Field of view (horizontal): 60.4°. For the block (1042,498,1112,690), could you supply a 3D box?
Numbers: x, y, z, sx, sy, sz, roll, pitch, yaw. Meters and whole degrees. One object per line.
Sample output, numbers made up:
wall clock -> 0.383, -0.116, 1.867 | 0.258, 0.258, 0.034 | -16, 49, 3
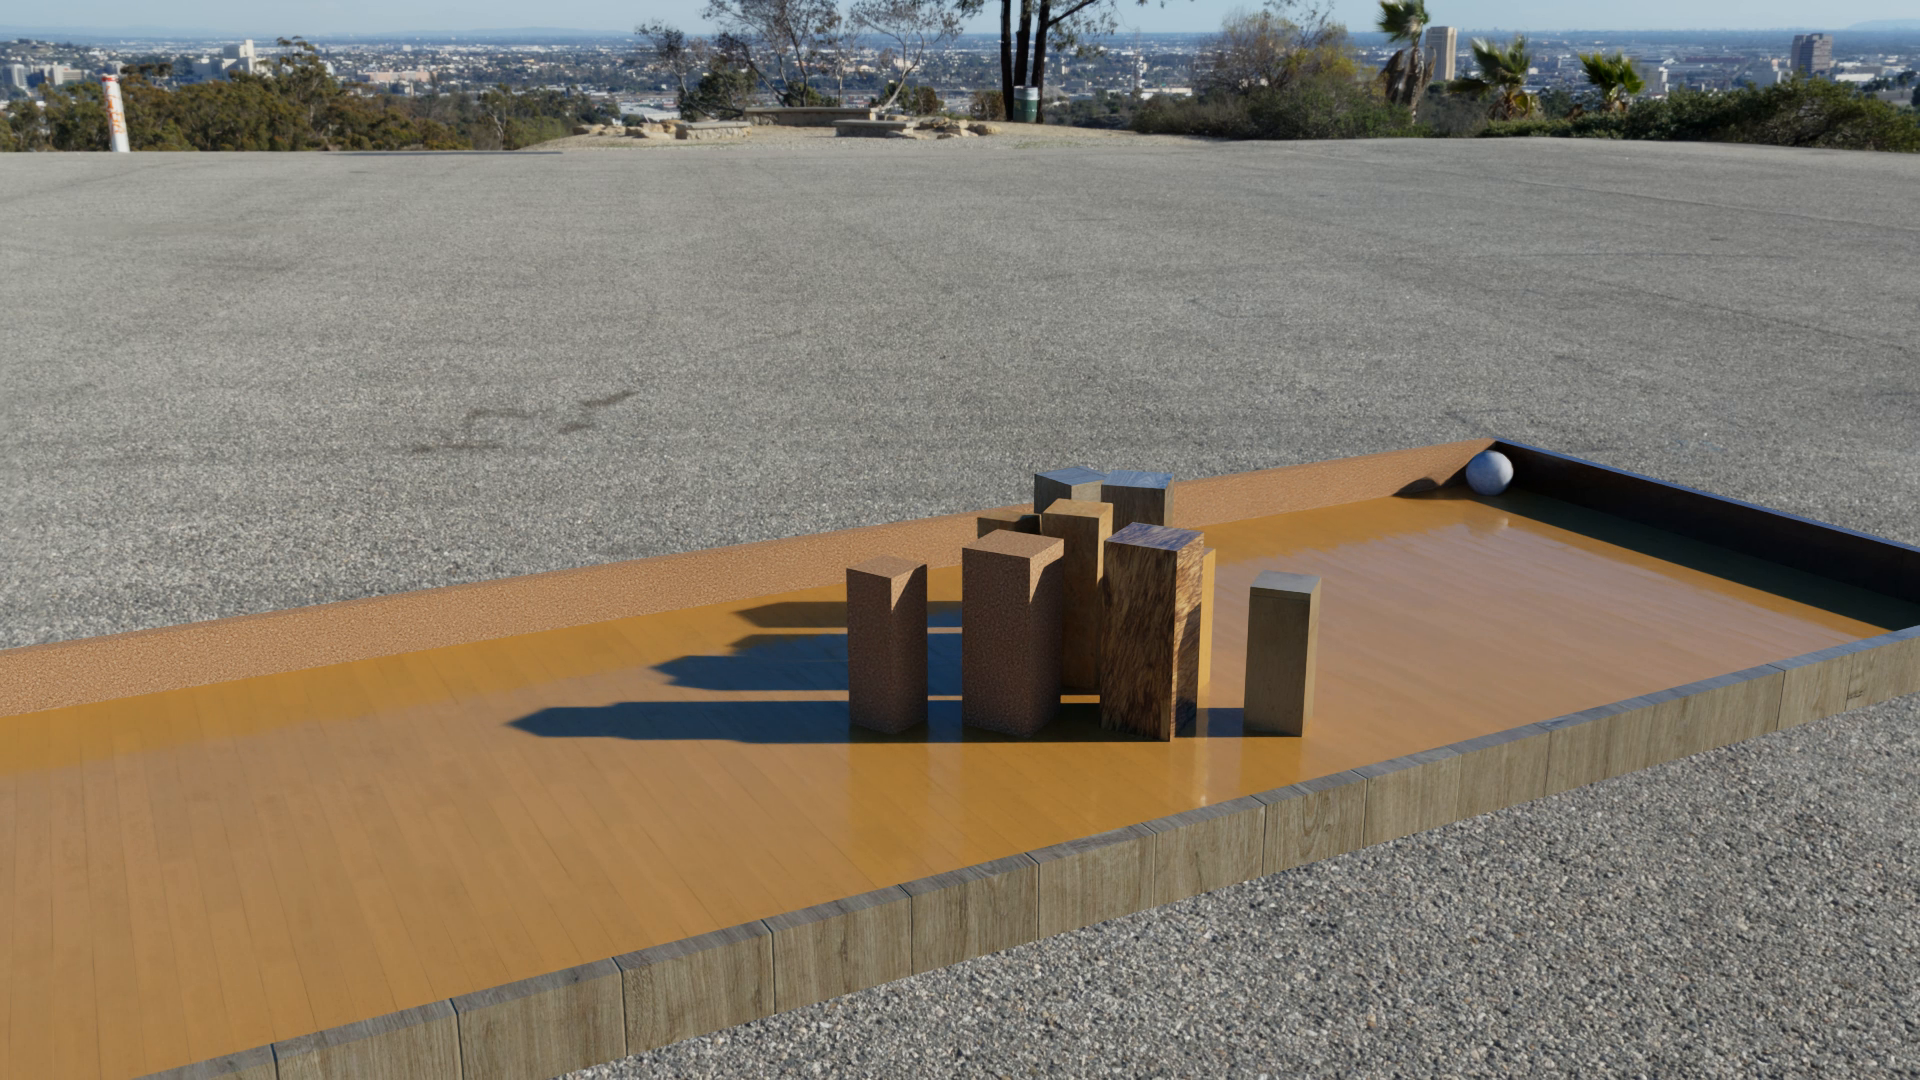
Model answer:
block -> 0.289, 0.133, 4.116 | 0.141, 0.442, 0.141 | 6, 17, 18

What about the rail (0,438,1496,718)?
rail -> -3.305, 0.497, 3.399 | 12.000, 0.150, 0.050 | -9, 18, -27

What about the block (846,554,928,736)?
block -> -0.169, 0.243, 3.849 | 0.132, 0.382, 0.132 | 12, 20, 35

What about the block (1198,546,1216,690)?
block -> 0.554, 0.193, 4.081 | 0.109, 0.348, 0.109 | 9, 19, 27

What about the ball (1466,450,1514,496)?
ball -> 1.889, -0.239, 5.883 | 0.161, 0.161, 0.161 | 0, 16, 0

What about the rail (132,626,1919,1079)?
rail -> -2.336, 1.006, 1.665 | 12.000, 0.150, 0.050 | -9, 18, -27

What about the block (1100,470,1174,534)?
block -> 0.462, 0.062, 4.334 | 0.164, 0.457, 0.164 | 4, 17, 15

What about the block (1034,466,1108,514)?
block -> 0.319, 0.014, 4.594 | 0.164, 0.401, 0.164 | -11, 20, -34

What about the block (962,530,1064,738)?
block -> 0.123, 0.215, 3.852 | 0.173, 0.434, 0.173 | 9, 19, 28

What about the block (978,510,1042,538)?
block -> 0.127, 0.132, 4.185 | 0.115, 0.394, 0.115 | 8, 15, 37

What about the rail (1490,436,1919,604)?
rail -> 2.466, -0.048, 5.253 | 0.050, 0.150, 2.100 | -9, 18, -27

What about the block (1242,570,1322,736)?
block -> 0.750, 0.262, 3.844 | 0.138, 0.349, 0.138 | 6, 18, 21

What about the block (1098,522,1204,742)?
block -> 0.444, 0.210, 3.830 | 0.177, 0.456, 0.177 | 8, 18, 26
